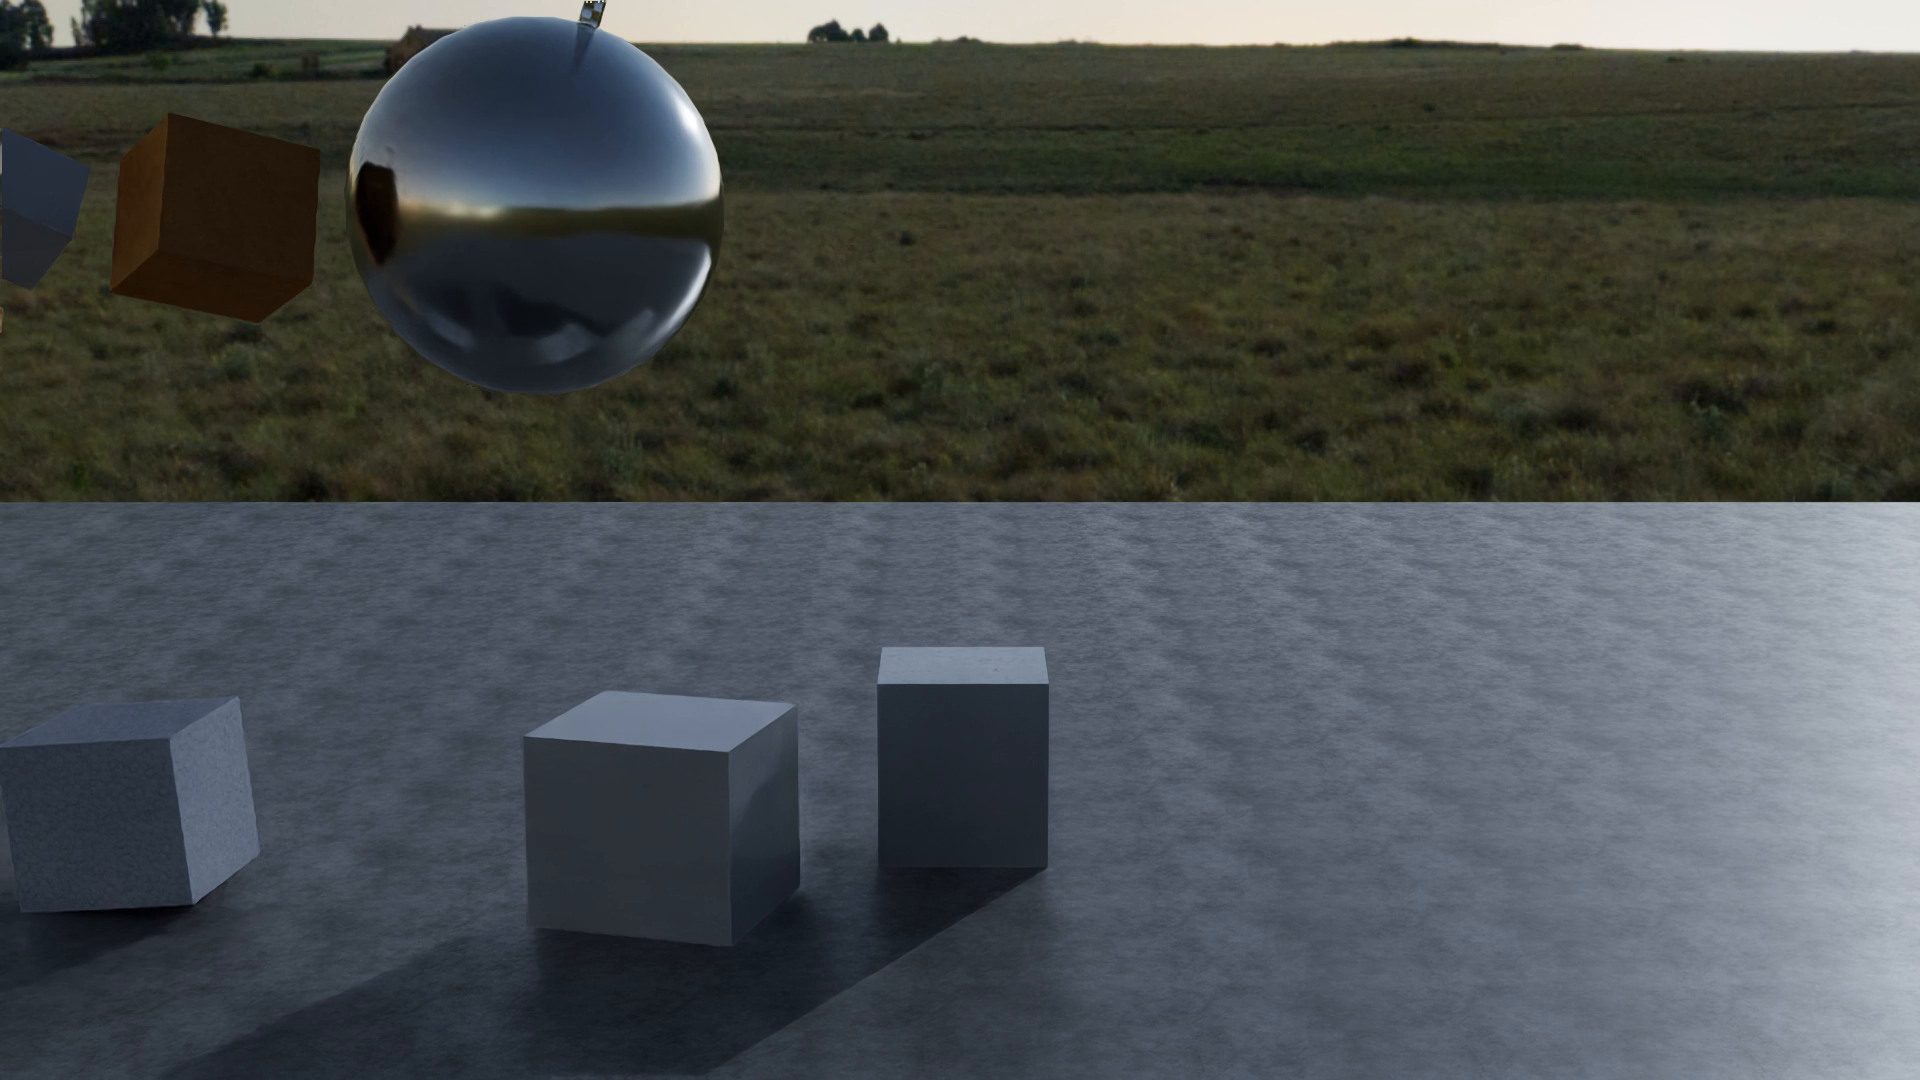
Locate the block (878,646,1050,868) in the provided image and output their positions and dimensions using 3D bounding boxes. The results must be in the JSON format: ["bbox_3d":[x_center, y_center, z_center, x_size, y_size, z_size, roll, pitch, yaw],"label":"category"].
[{"bbox_3d":[0.014,0.985,11.787,0.760,0.844,0.745,0,10,0],"label":"block"}]

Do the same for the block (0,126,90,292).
[{"bbox_3d":[-4.030,-1.413,10.966,0.394,0.420,0.416,26,-45,-31],"label":"block"}]

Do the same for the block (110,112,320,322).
[{"bbox_3d":[-3.052,-1.308,10.516,0.635,0.584,0.570,10,-19,-35],"label":"block"}]

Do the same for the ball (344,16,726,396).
[{"bbox_3d":[-1.800,-1.418,10.923,1.600,1.600,1.600,0,10,0],"label":"ball"}]

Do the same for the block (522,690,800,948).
[{"bbox_3d":[-1.249,1.161,10.885,0.902,0.821,0.831,3,11,16],"label":"block"}]

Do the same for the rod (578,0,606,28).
[{"bbox_3d":[-0.780,-4.609,10.342,0.080,5.200,0.080,17,10,-3],"label":"rod"}]

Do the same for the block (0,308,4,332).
[{"bbox_3d":[-4.660,-0.739,11.225,0.634,0.690,0.672,7,1,-2],"label":"block"}]

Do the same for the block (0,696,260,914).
[{"bbox_3d":[-3.584,1.136,11.107,0.770,0.724,0.726,-4,10,8],"label":"block"}]
